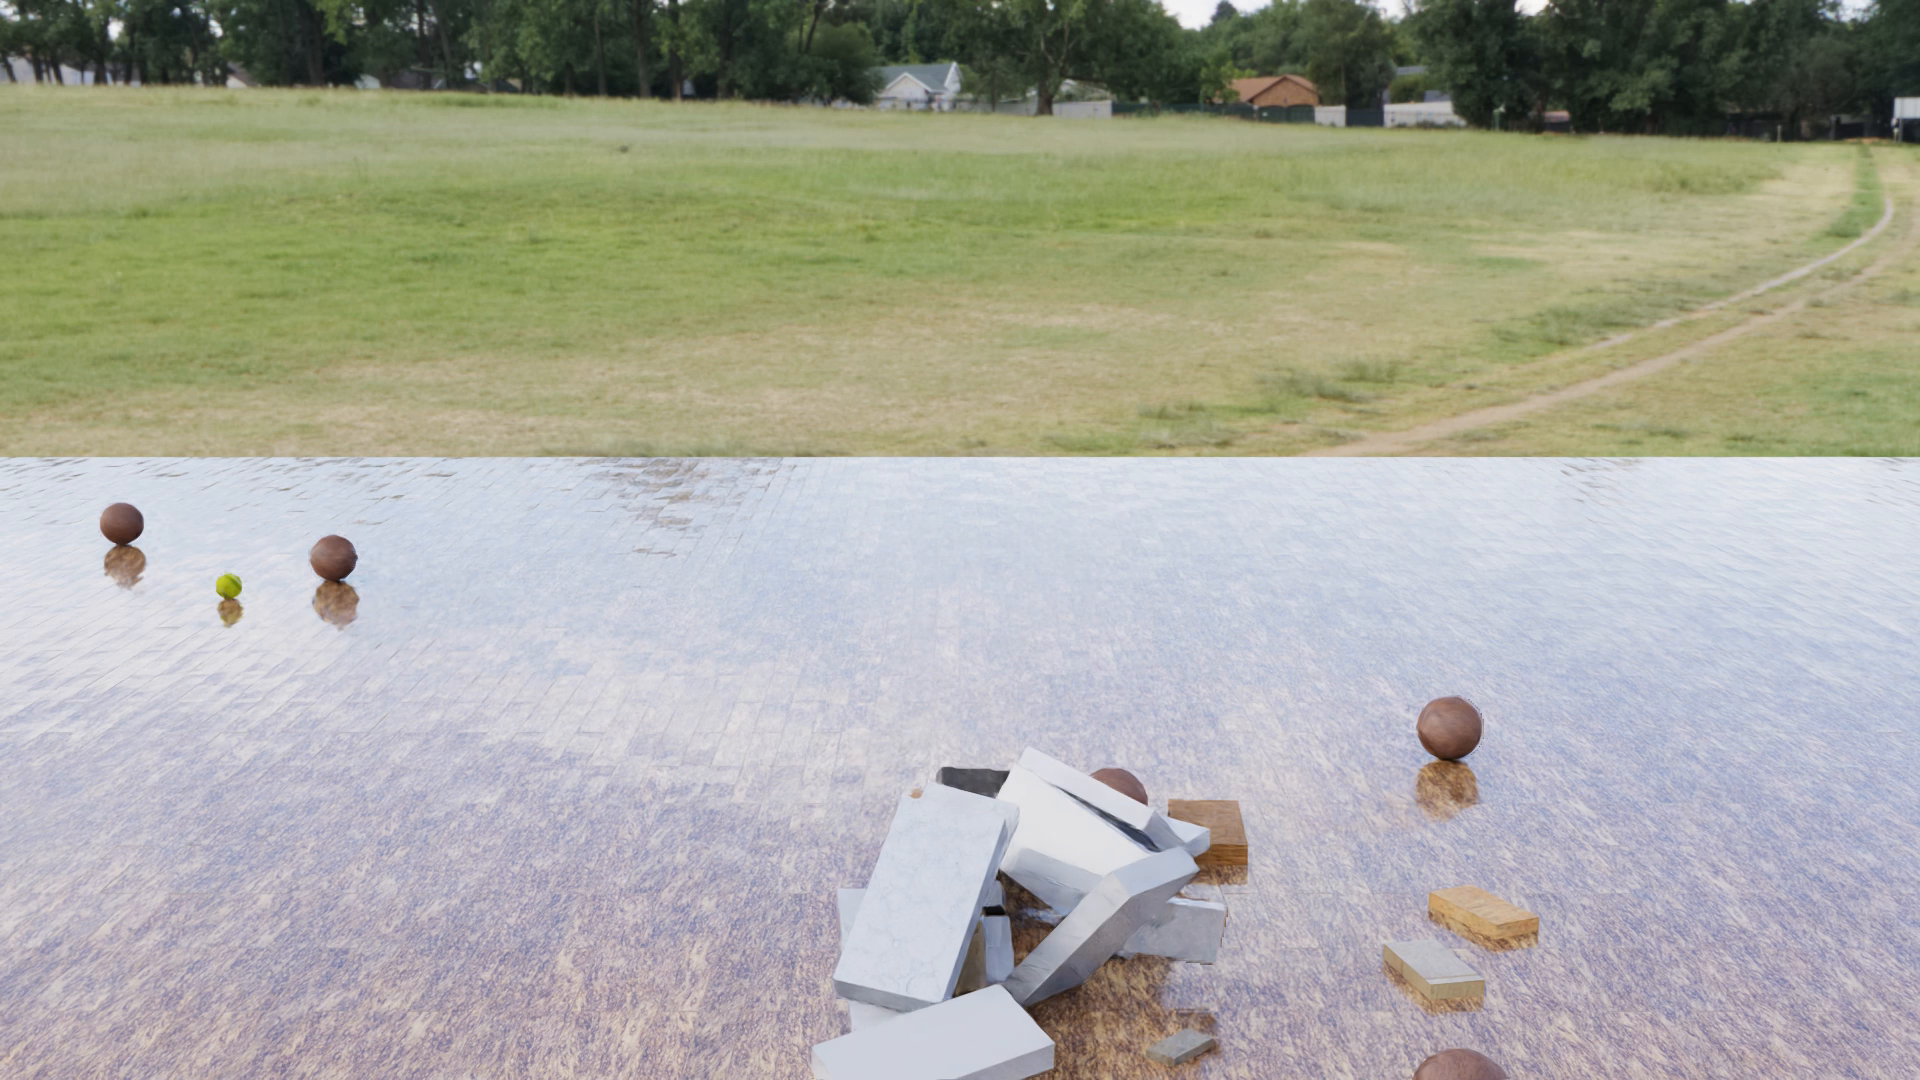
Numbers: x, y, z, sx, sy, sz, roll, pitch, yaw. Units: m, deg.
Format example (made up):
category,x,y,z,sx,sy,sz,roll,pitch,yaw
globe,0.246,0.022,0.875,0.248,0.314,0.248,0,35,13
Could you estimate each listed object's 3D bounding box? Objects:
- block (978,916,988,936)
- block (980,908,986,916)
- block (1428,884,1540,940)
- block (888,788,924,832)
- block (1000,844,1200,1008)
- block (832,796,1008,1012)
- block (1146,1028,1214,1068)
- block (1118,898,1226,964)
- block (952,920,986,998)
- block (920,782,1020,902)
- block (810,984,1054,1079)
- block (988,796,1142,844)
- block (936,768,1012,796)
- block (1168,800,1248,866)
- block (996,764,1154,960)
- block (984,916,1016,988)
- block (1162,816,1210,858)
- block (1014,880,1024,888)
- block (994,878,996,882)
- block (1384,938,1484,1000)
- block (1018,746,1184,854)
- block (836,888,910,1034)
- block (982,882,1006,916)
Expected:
category,x,y,z,sx,sy,sz,roll,pitch,yaw
block,0.001,0.619,3.251,0.069,0.020,0.139,-17,31,16
block,-0.002,0.593,3.438,0.072,0.020,0.143,-1,-13,-5
block,0.845,0.600,3.552,0.085,0.024,0.170,-5,12,-25
block,-0.047,0.476,3.717,0.108,0.030,0.215,4,14,10
block,0.196,0.556,3.145,0.156,0.311,0.044,-11,58,-45
block,-0.053,0.512,3.091,0.156,0.044,0.311,10,50,15
block,0.304,0.701,3.035,0.048,0.014,0.095,9,14,41
block,0.301,0.573,3.263,0.170,0.085,0.024,8,13,-3
block,0.001,0.620,3.210,0.069,0.020,0.139,-19,31,13
block,-0.028,0.485,3.188,0.143,0.041,0.286,13,46,15
block,-0.035,0.679,2.888,0.286,0.041,0.143,-13,30,-27
block,0.152,0.482,3.648,0.136,0.039,0.273,5,8,-45
block,0.029,0.435,3.932,0.136,0.039,0.518,3,-7,-2
block,0.441,0.522,3.937,0.129,0.037,0.258,1,11,3
block,0.177,0.504,3.478,0.356,0.156,0.044,31,2,44
block,0.043,0.618,3.287,0.072,0.020,0.143,-1,31,-3
block,0.296,0.527,3.695,0.129,0.037,0.258,11,19,37
block,0.229,0.558,3.741,0.258,0.037,0.129,1,11,8
block,-0.009,0.546,3.525,0.127,0.036,0.254,-3,-13,-1
block,0.711,0.645,3.308,0.085,0.024,0.170,-2,11,-12
block,0.233,0.438,3.656,0.273,0.039,0.136,24,-16,38
block,-0.089,0.623,3.102,0.143,0.041,0.413,-1,25,-7
block,0.005,0.562,3.435,0.127,0.036,0.254,-3,-13,3
